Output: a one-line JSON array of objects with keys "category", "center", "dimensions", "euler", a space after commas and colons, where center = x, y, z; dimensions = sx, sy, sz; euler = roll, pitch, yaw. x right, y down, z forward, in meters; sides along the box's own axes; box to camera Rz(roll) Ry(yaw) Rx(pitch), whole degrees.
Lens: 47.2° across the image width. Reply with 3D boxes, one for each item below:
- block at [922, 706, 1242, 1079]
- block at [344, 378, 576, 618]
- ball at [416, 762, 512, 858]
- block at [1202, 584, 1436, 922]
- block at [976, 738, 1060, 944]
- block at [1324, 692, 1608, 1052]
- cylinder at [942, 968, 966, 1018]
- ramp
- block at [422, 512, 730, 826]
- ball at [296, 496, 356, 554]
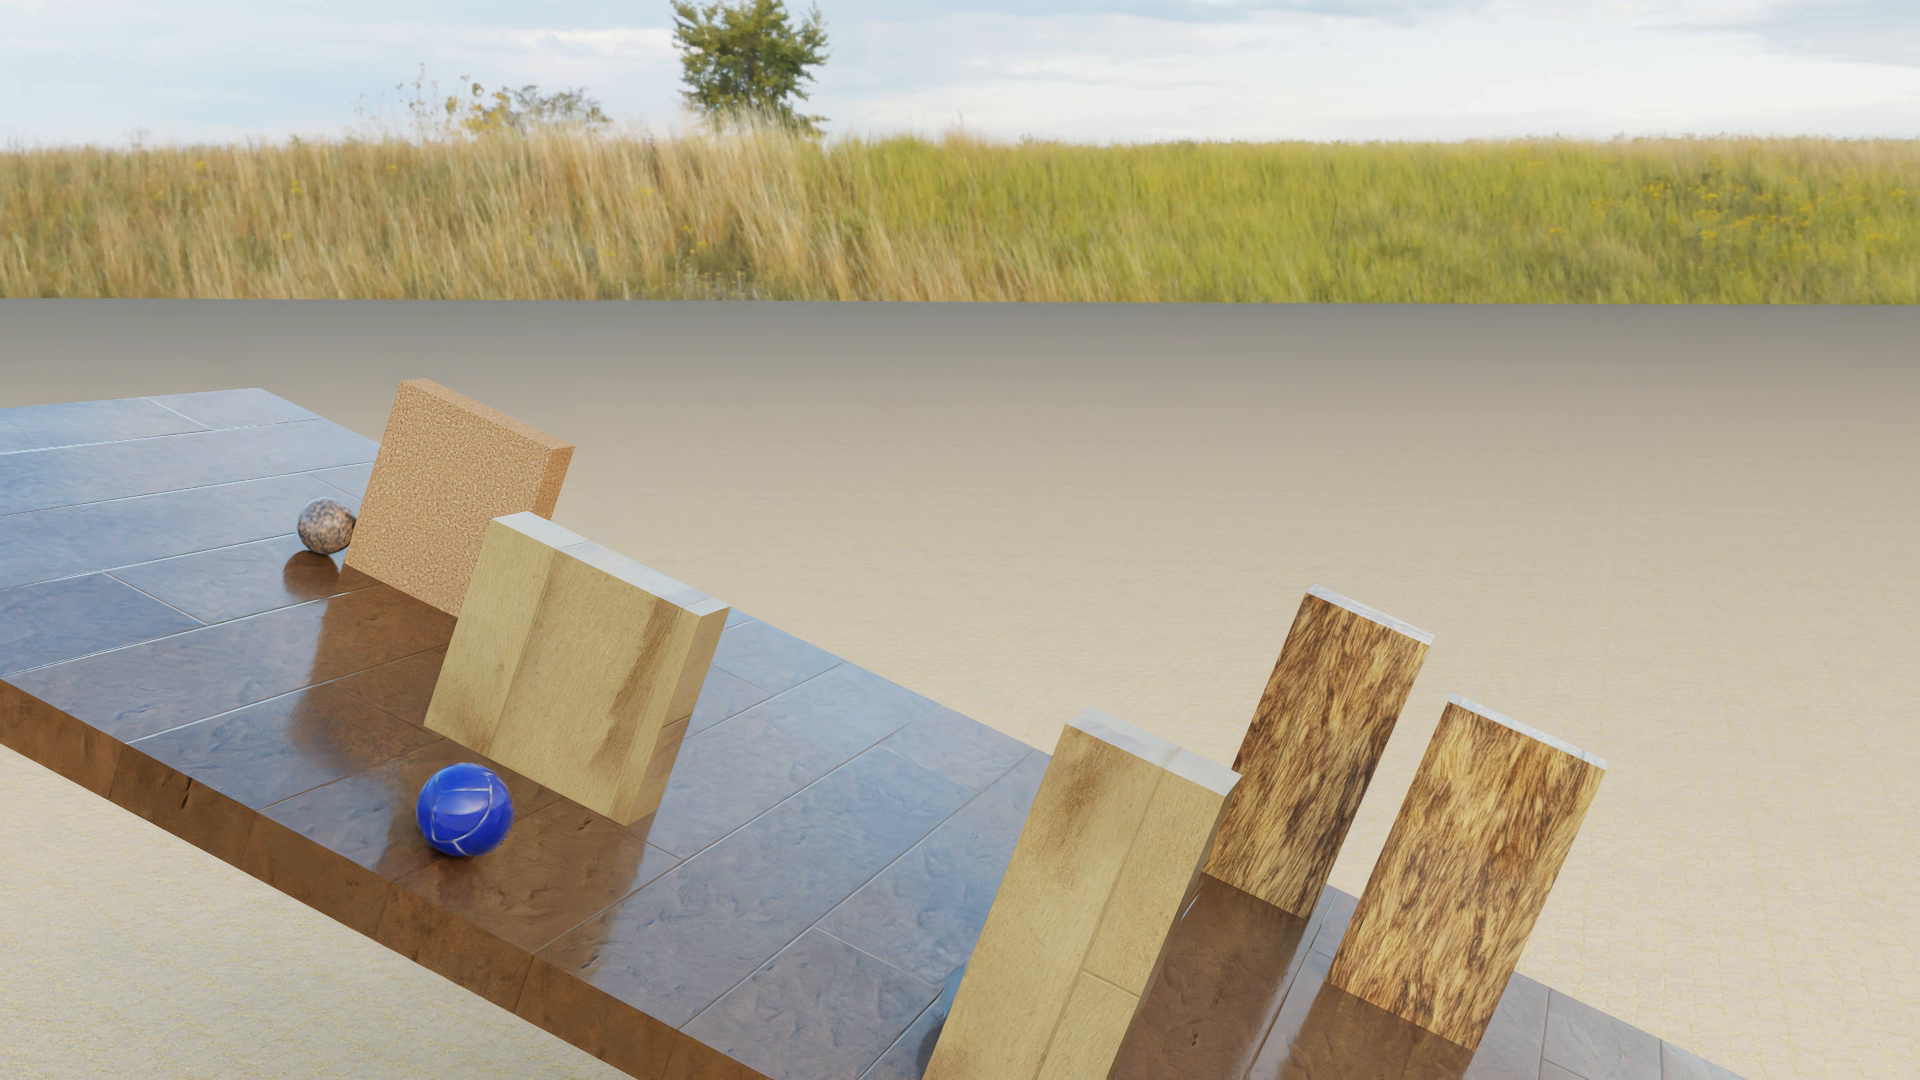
[{"category": "block", "center": [0.177, 0.583, 3.267], "dimensions": [0.250, 0.611, 0.142], "euler": [24, 13, 13]}, {"category": "block", "center": [-1.035, -0.072, 4.535], "dimensions": [0.365, 0.409, 0.099], "euler": [24, 13, 13]}, {"category": "ball", "center": [-0.780, 0.425, 3.461], "dimensions": [0.148, 0.148, 0.148], "euler": [0, 7, 0]}, {"category": "block", "center": [0.747, 0.449, 4.667], "dimensions": [0.274, 0.646, 0.134], "euler": [24, 13, 13]}, {"category": "block", "center": [0.234, 0.563, 3.879], "dimensions": [0.249, 0.422, 0.135], "euler": [24, 13, 13]}, {"category": "block", "center": [0.981, 0.646, 4.285], "dimensions": [0.317, 0.616, 0.094], "euler": [24, 13, 13]}, {"category": "cylinder", "center": [0.051, 0.741, 3.542], "dimensions": [0.114, 0.114, 0.114], "euler": [2, 4, -43]}, {"category": "ramp", "center": [-0.315, 0.563, 4.199], "dimensions": [4.000, 0.100, 2.000], "euler": [24, 13, 13]}, {"category": "block", "center": [-0.678, 0.223, 3.884], "dimensions": [0.423, 0.403, 0.132], "euler": [24, 13, 13]}, {"category": "ball", "center": [-1.316, -0.030, 4.570], "dimensions": [0.119, 0.119, 0.119], "euler": [0, 7, 0]}]
